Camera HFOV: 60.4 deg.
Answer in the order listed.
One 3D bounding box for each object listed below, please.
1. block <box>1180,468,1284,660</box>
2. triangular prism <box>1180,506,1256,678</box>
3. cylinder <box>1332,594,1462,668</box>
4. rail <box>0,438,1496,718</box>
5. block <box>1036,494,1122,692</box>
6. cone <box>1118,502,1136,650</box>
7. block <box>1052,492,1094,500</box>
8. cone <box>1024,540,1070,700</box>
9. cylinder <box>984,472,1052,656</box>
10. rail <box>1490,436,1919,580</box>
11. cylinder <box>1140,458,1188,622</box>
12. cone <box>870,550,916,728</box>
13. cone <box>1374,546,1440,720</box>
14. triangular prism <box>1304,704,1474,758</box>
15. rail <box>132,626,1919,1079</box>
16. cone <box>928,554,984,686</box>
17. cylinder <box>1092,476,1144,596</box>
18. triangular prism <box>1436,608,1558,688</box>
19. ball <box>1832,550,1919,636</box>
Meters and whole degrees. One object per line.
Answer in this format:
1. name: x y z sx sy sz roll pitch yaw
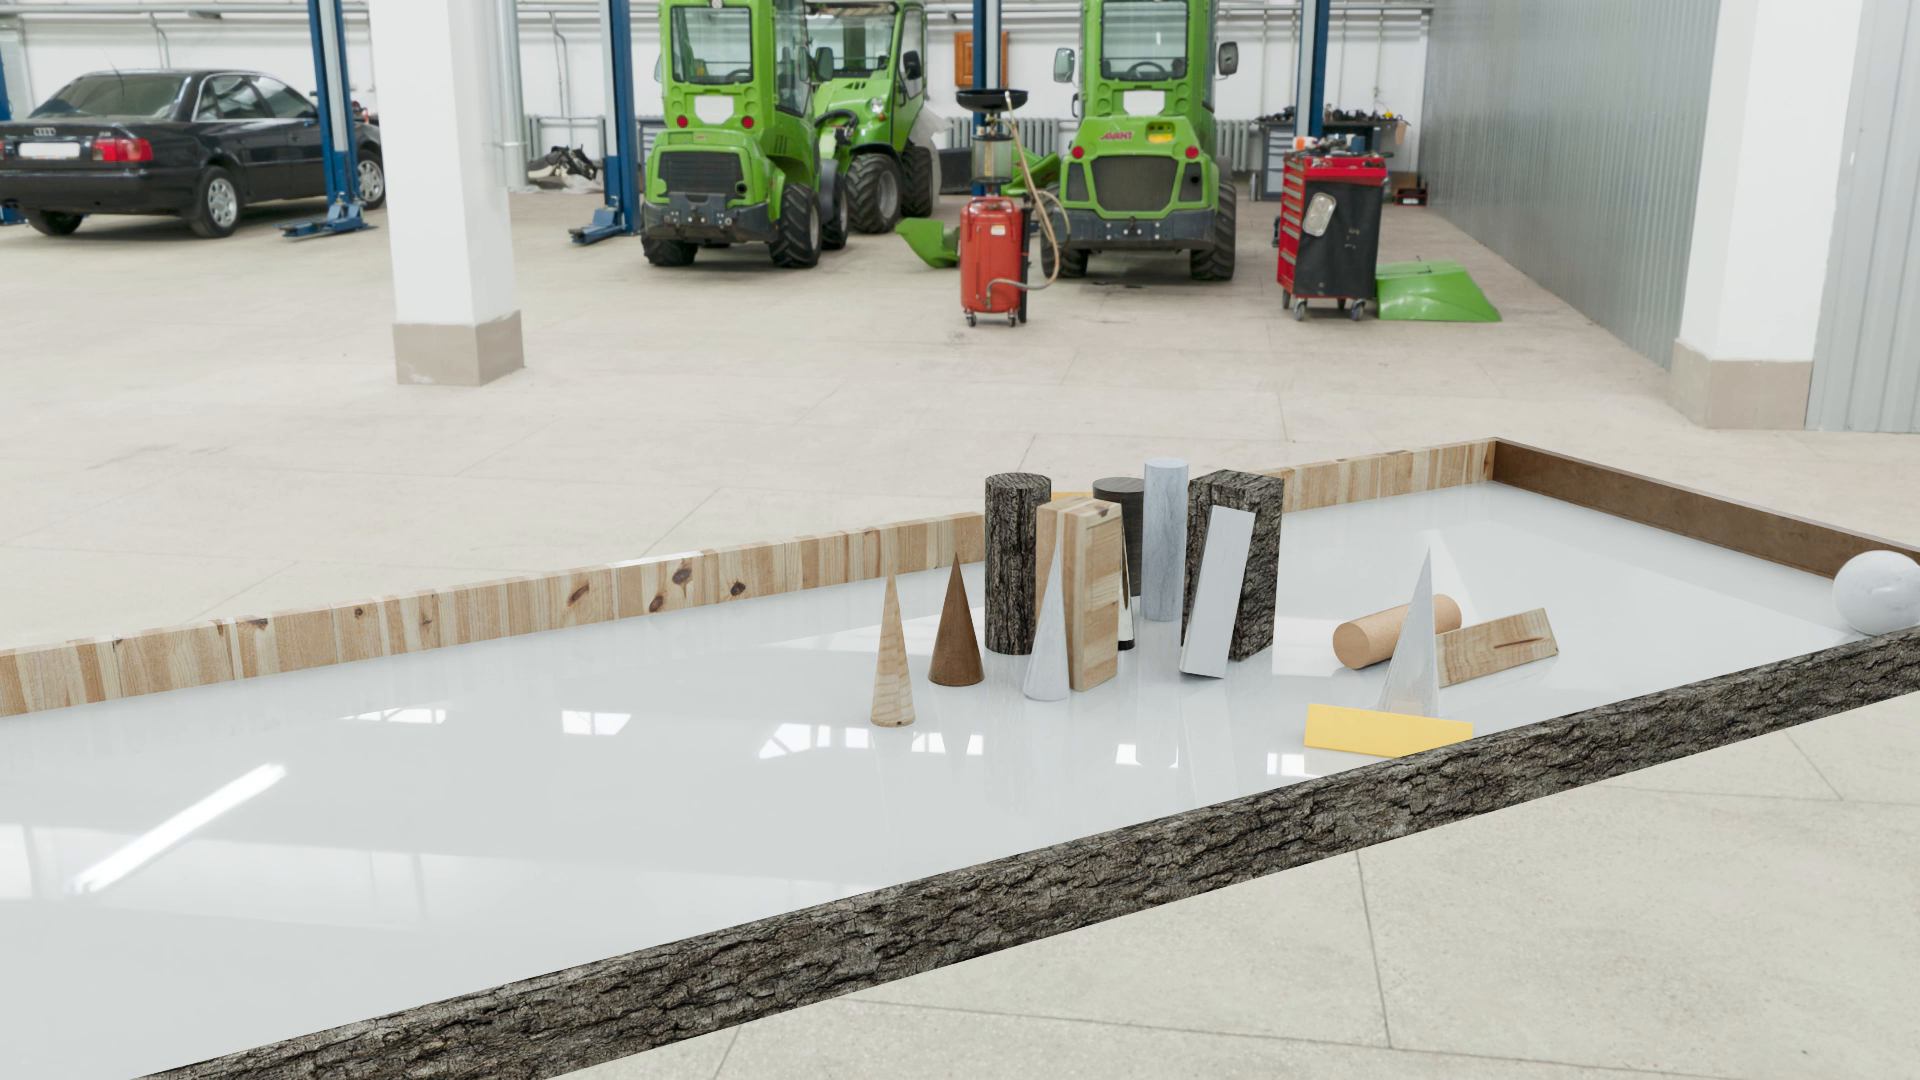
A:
1. block: 0.715 0.062 4.333 0.179 0.453 0.179 12 19 36
2. triangular prism: 0.627 0.126 4.182 0.126 0.423 0.109 10 1 -25
3. cylinder: 1.151 0.238 4.331 0.380 0.121 0.121 -12 20 -36
4. rail: -3.305 0.497 3.399 12.000 0.150 0.050 -9 18 -27
5. block: 0.293 0.131 4.107 0.148 0.451 0.148 13 21 38
6. cone: 0.418 0.086 4.350 0.102 0.402 0.102 0 16 0
7. block: 0.298 0.045 4.612 0.144 0.333 0.144 0 16 1
8. cone: 0.225 0.181 4.010 0.117 0.405 0.117 3 17 -1
9. cylinder: 0.151 0.062 4.345 0.172 0.451 0.172 0 16 0
10. rail: 2.466 -0.048 5.253 0.050 0.150 2.100 -9 18 -27
11. cylinder: 0.566 -0.001 4.576 0.119 0.441 0.119 0 16 0
12. cone: -0.159 0.222 3.853 0.109 0.421 0.109 0 16 0
13. cone: 1.060 0.220 3.818 0.158 0.436 0.158 3 15 -1
14. triangular prism: 0.969 0.431 3.729 0.361 0.085 0.098 6 17 18
15. rail: -2.336 1.006 1.665 12.000 0.150 0.050 -9 18 -27
16. cone: -0.010 0.185 4.132 0.147 0.334 0.147 0 16 0
17. cylinder: 0.474 -0.010 4.831 0.180 0.315 0.180 0 16 0
18. triangular prism: 1.345 0.265 4.245 0.457 0.111 0.128 -10 19 -31
19. ball: 2.489 0.143 4.455 0.232 0.232 0.232 0 16 0
